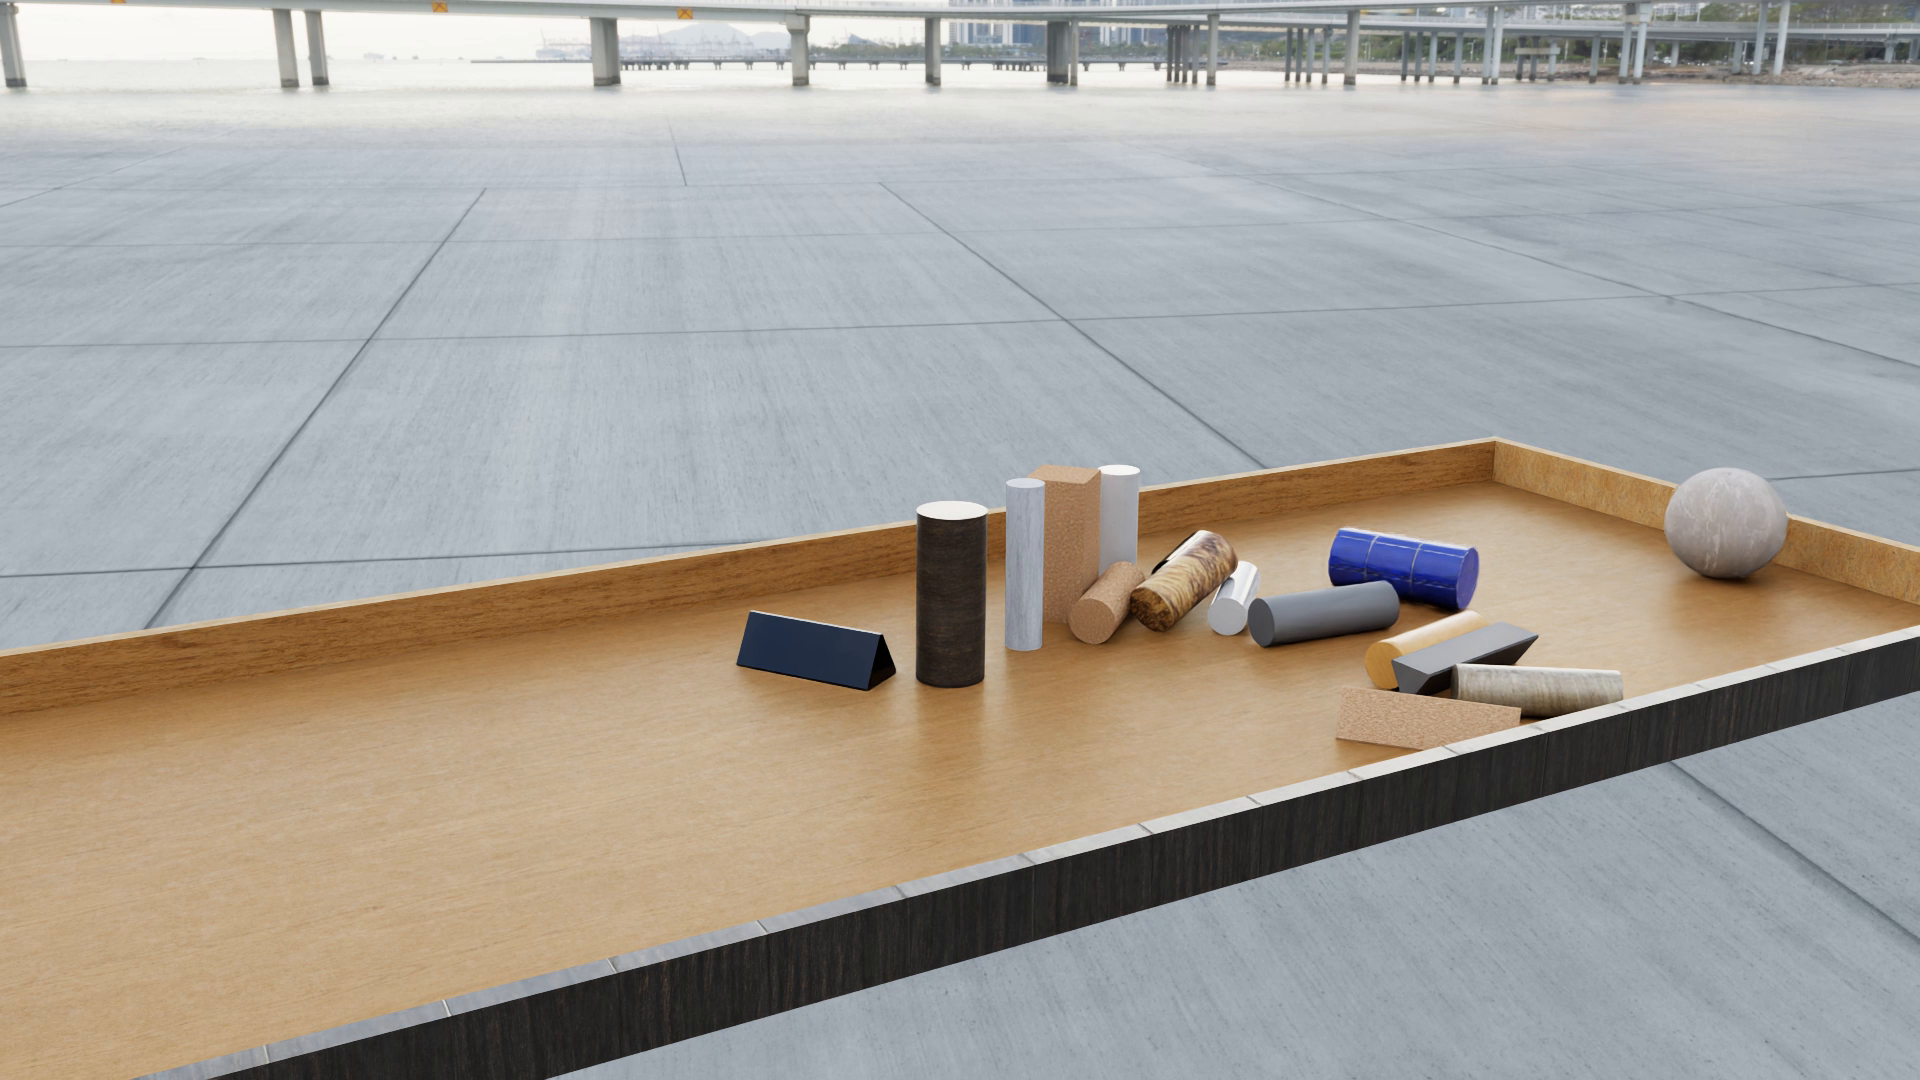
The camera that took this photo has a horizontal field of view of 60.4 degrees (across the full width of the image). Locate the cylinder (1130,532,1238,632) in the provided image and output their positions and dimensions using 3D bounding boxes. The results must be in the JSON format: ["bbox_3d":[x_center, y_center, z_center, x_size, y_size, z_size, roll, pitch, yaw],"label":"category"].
[{"bbox_3d":[0.620,0.115,4.555,0.142,0.142,0.308,16,41,43],"label":"cylinder"}]

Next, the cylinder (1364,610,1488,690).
[{"bbox_3d":[1.194,0.277,4.199,0.372,0.120,0.120,-13,21,-38],"label":"cylinder"}]

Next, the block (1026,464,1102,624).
[{"bbox_3d":[0.285,0.011,4.601,0.171,0.404,0.171,6,17,19],"label":"block"}]

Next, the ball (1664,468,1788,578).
[{"bbox_3d":[2.291,-0.051,4.936,0.333,0.333,0.333,0,16,0],"label":"ball"}]

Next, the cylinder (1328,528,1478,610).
[{"bbox_3d":[1.281,0.080,4.769,0.381,0.177,0.177,11,20,34],"label":"cylinder"}]

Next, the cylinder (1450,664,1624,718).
[{"bbox_3d":[1.367,0.361,3.919,0.372,0.118,0.118,2,16,7],"label":"cylinder"}]

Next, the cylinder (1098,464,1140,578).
[{"bbox_3d":[0.462,-0.036,4.853,0.122,0.351,0.122,0,16,0],"label":"cylinder"}]

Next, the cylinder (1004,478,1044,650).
[{"bbox_3d":[0.170,0.065,4.344,0.100,0.445,0.100,0,16,0],"label":"cylinder"}]

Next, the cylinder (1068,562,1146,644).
[{"bbox_3d":[0.411,0.169,4.553,0.127,0.127,0.357,6,17,19],"label":"cylinder"}]

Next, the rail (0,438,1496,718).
[{"bbox_3d":[-3.305,0.497,3.399,12.000,0.150,0.050,-9,18,-27],"label":"rail"}]

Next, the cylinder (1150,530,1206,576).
[{"bbox_3d":[0.674,0.079,4.847,0.135,0.135,0.324,7,18,23],"label":"cylinder"}]

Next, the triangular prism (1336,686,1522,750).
[{"bbox_3d":[1.069,0.408,3.765,0.394,0.107,0.124,6,17,20],"label":"triangular prism"}]

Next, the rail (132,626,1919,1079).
[{"bbox_3d":[-2.336,1.006,1.665,12.000,0.150,0.050,-9,18,-27],"label":"rail"}]

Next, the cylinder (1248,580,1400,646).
[{"bbox_3d":[0.983,0.197,4.456,0.399,0.129,0.129,-7,18,-22],"label":"cylinder"}]

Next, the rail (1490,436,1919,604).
[{"bbox_3d":[2.466,-0.048,5.253,0.050,0.150,2.100,-9,18,-27],"label":"rail"}]

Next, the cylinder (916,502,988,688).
[{"bbox_3d":[-0.022,0.135,4.120,0.175,0.434,0.175,1,16,0],"label":"cylinder"}]

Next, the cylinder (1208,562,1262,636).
[{"bbox_3d":[0.771,0.160,4.622,0.106,0.106,0.349,5,17,16],"label":"cylinder"}]

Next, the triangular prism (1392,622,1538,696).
[{"bbox_3d":[1.251,0.287,4.122,0.456,0.111,0.096,-13,54,-37],"label":"triangular prism"}]

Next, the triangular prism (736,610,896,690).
[{"bbox_3d":[-0.369,0.268,4.205,0.390,0.126,0.146,8,18,26],"label":"triangular prism"}]
